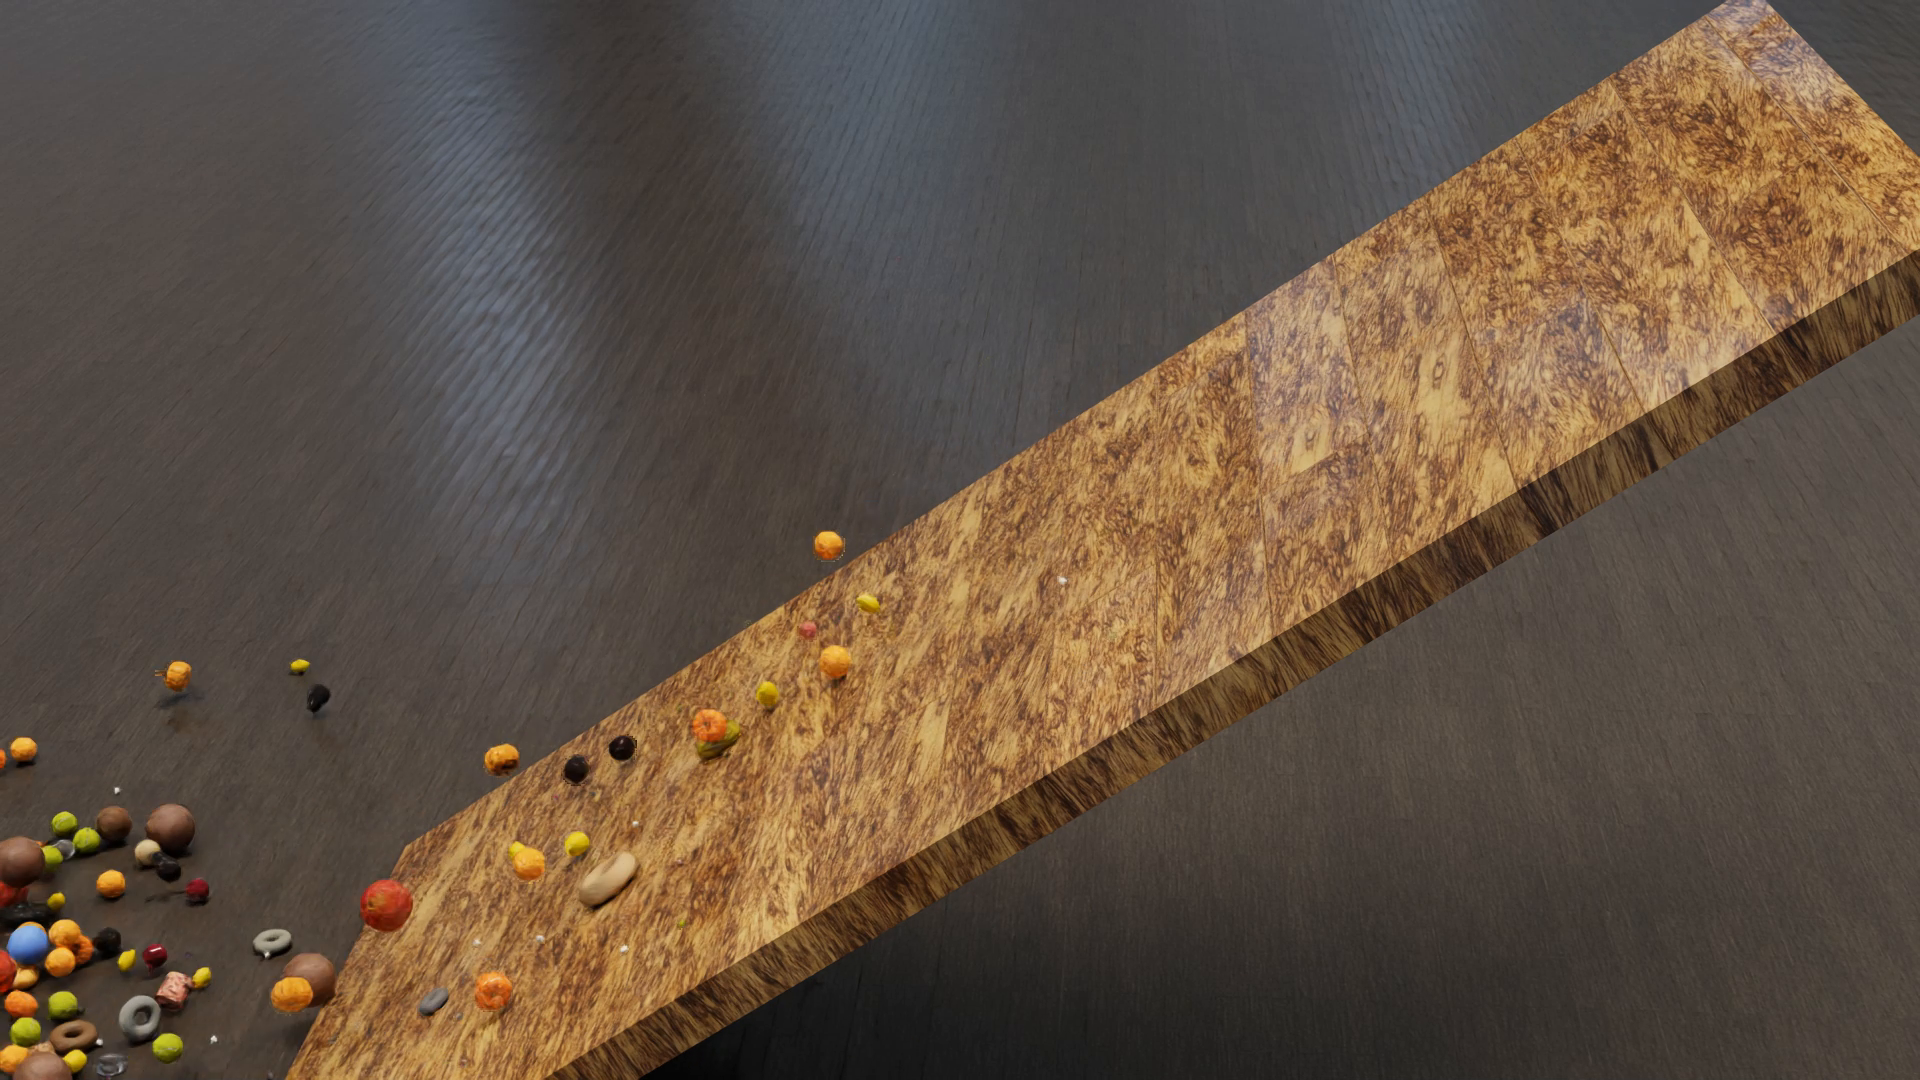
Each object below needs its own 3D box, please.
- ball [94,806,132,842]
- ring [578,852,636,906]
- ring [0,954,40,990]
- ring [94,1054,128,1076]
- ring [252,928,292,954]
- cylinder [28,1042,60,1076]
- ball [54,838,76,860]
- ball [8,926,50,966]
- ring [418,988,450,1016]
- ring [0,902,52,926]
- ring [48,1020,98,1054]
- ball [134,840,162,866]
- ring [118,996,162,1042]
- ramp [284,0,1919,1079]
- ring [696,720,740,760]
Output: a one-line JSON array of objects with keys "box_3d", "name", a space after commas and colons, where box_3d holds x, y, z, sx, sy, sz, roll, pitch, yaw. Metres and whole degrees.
[{"box_3d": [-2.281, 0.765, 7.926, 0.097, 0.097, 0.097, 0, 21, 0], "name": "ball"}, {"box_3d": [-0.760, 0.731, 6.338, 0.149, 0.050, 0.149, -37, 12, 9], "name": "ring"}, {"box_3d": [-2.330, 1.062, 7.229, 0.130, 0.043, 0.130, 17, 16, -5], "name": "ring"}, {"box_3d": [-1.981, 1.223, 6.865, 0.078, 0.026, 0.078, -1, 20, 0], "name": "ring"}, {"box_3d": [-1.730, 1.010, 7.397, 0.097, 0.032, 0.097, -5, 22, 2], "name": "ring"}, {"box_3d": [-2.128, 1.206, 6.831, 0.059, 0.059, 0.059, -14, 67, -31], "name": "cylinder"}, {"box_3d": [-2.388, 0.825, 7.841, 0.056, 0.056, 0.056, 0, 21, 0], "name": "ball"}, {"box_3d": [-2.292, 0.997, 7.235, 0.097, 0.097, 0.097, 0, 21, 0], "name": "ball"}, {"box_3d": [-1.148, 1.007, 6.423, 0.077, 0.026, 0.077, -33, 17, 11], "name": "ring"}, {"box_3d": [-2.383, 0.955, 7.499, 0.131, 0.044, 0.131, 1, 6, 0], "name": "ring"}, {"box_3d": [-2.100, 1.178, 6.964, 0.116, 0.039, 0.116, -1, 24, 1], "name": "ring"}, {"box_3d": [-2.156, 0.831, 7.807, 0.070, 0.070, 0.070, 0, 21, 0], "name": "ball"}, {"box_3d": [-1.945, 1.135, 6.977, 0.109, 0.109, 0.036, -21, 12, -42], "name": "ring"}, {"box_3d": [0.135, 0.174, 6.306, 4.000, 0.100, 2.000, -32, 16, 15], "name": "ramp"}, {"box_3d": [-0.551, 0.456, 6.715, 0.117, 0.039, 0.117, -34, 14, 10], "name": "ring"}]
